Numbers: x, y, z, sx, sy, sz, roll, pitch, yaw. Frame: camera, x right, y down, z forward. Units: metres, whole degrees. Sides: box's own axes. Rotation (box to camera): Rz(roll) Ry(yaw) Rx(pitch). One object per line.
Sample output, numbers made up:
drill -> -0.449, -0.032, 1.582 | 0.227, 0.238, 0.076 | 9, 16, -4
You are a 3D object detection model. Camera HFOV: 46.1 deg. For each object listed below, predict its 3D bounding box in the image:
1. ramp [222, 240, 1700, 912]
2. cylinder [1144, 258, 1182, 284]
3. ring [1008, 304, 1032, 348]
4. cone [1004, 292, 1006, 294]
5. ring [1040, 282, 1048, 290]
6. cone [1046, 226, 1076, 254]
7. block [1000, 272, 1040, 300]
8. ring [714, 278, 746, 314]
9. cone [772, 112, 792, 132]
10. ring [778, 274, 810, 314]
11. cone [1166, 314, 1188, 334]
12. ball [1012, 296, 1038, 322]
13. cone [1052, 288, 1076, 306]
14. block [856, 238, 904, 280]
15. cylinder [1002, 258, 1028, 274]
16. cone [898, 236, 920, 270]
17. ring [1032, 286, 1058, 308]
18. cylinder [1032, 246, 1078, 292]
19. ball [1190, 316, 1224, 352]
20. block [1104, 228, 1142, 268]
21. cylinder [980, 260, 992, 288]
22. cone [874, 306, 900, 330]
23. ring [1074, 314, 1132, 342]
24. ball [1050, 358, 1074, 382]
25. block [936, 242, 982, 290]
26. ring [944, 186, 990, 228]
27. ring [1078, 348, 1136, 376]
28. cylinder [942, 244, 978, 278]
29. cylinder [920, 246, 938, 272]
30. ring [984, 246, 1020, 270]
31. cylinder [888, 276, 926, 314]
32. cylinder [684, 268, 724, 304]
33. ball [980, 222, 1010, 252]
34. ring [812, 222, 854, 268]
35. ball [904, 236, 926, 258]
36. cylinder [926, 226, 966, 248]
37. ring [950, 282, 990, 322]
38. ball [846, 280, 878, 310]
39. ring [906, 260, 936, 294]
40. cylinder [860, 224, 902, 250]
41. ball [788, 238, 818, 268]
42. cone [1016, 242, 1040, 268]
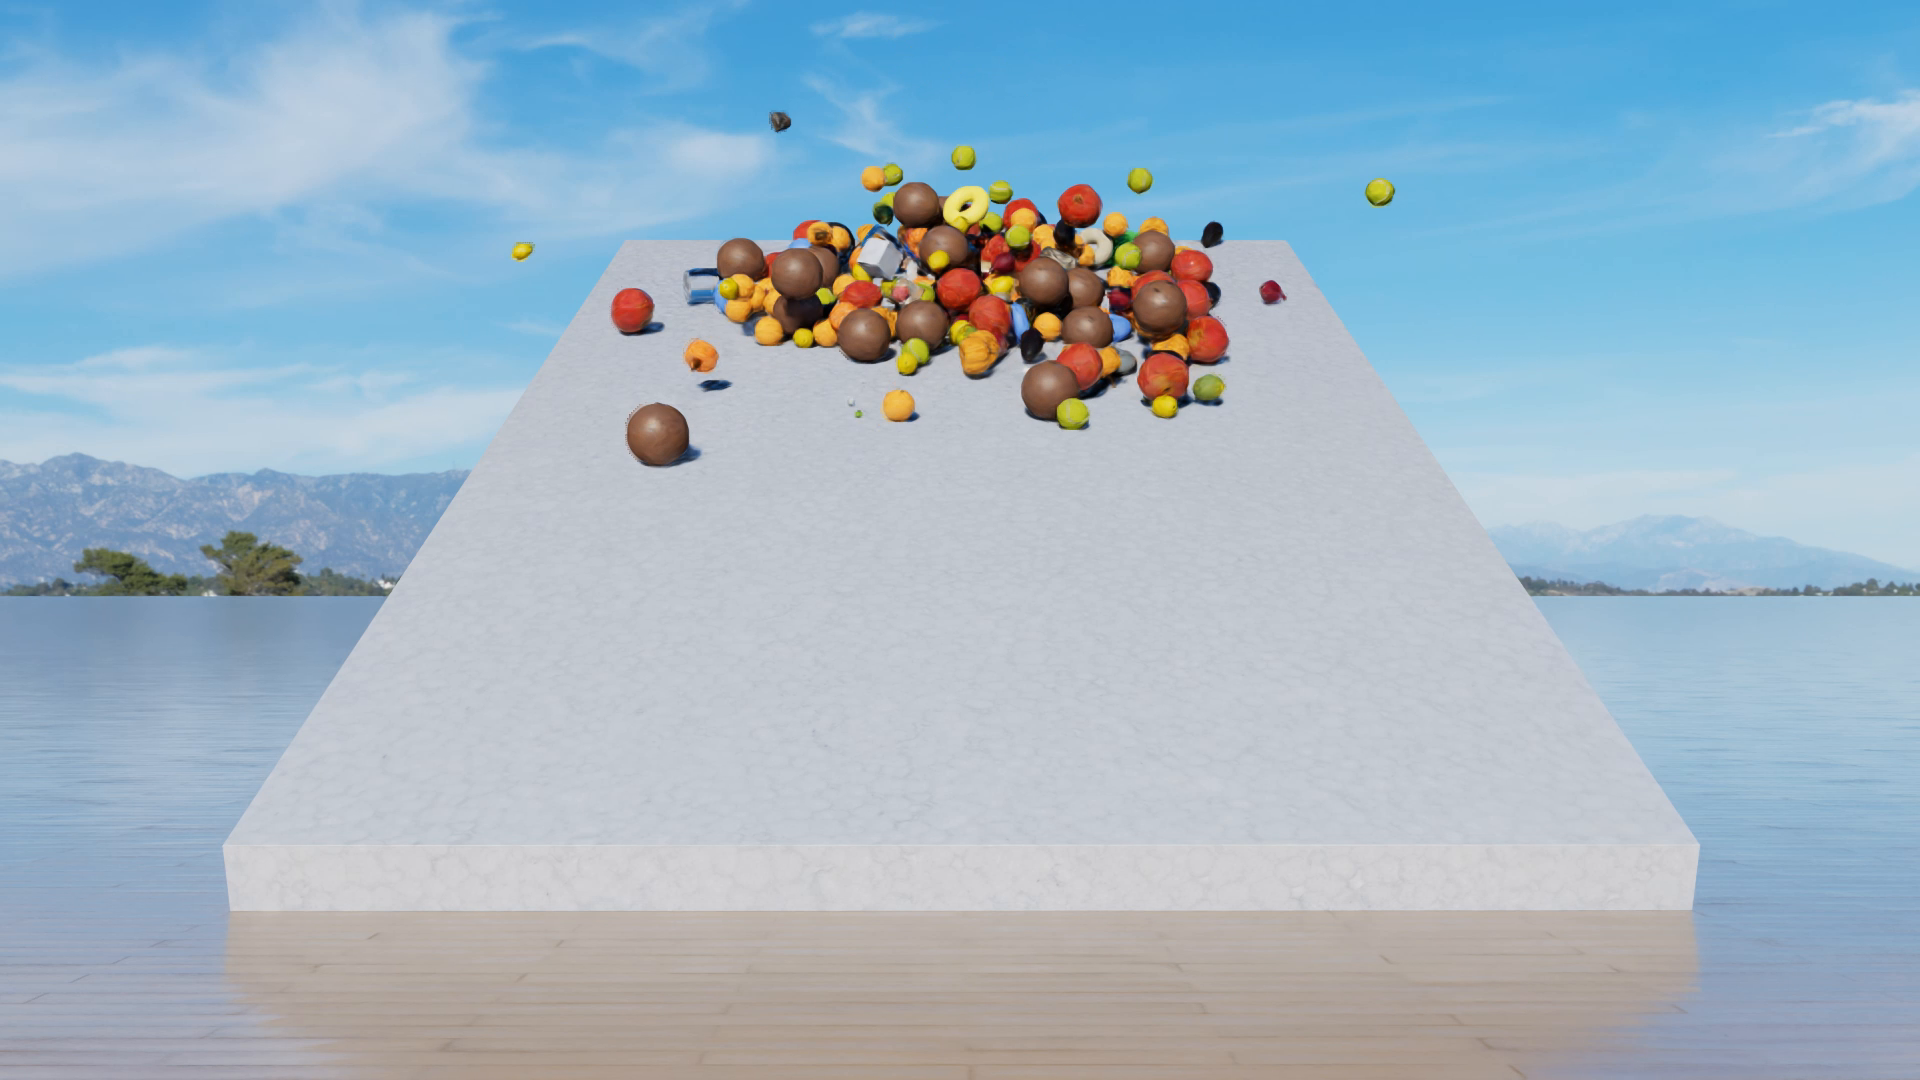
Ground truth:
ramp -> -0.004, -0.200, 4.958 | 2.000, 0.100, 4.000 | 0, 19, 0
cylinder -> 0.563, -0.745, 6.255 | 0.073, 0.073, 0.073 | 0, -1, 44
ring -> 0.148, -0.531, 5.588 | 0.039, 0.116, 0.116 | -18, 0, -4
cone -> 0.106, -0.623, 5.978 | 0.054, 0.054, 0.054 | -28, -2, 2
ring -> 0.235, -0.701, 6.099 | 0.033, 0.098, 0.098 | -22, 4, -13
cone -> 0.309, -0.854, 6.611 | 0.096, 0.096, 0.096 | -8, -43, -8
block -> 0.163, -0.670, 6.036 | 0.076, 0.076, 0.076 | -14, 24, -35
ring -> -0.603, -0.639, 5.918 | 0.032, 0.097, 0.097 | -8, -6, 44
cone -> -0.456, -1.037, 5.658 | 0.053, 0.053, 0.053 | 10, -42, 9
ring -> -0.433, -0.643, 5.906 | 0.040, 0.121, 0.121 | -35, 0, -2
cone -> 0.551, -0.545, 5.756 | 0.056, 0.056, 0.056 | 0, -7, -3
ball -> 0.160, -0.577, 5.656 | 0.066, 0.066, 0.066 | 0, -1, 0
cone -> 0.271, -0.642, 6.029 | 0.060, 0.060, 0.060 | -28, -1, 0
block -> -0.215, -0.755, 6.063 | 0.077, 0.077, 0.077 | 13, -20, 38
cylinder -> 0.154, -0.754, 6.309 | 0.054, 0.054, 0.054 | 1, 16, -31
cone -> -0.138, -0.827, 6.456 | 0.092, 0.092, 0.092 | 0, 19, 0
ring -> 0.222, -0.642, 5.963 | 0.086, 0.029, 0.086 | -28, 17, 9
cylinder -> 0.253, -0.719, 5.979 | 0.094, 0.094, 0.094 | 22, -5, -9
ball -> 0.609, -0.507, 5.555 | 0.086, 0.086, 0.086 | 0, -1, 0
block -> 0.462, -0.844, 6.508 | 0.087, 0.087, 0.087 | -15, 27, -35
cylinder -> 0.051, -0.731, 6.207 | 0.074, 0.074, 0.074 | 2, -1, 3
cone -> -0.174, -0.581, 5.734 | 0.067, 0.067, 0.067 | -30, -4, 4
ring -> 0.361, -0.535, 5.692 | 0.145, 0.048, 0.145 | 1, 20, 0
ball -> 0.239, -0.396, 5.281 | 0.056, 0.056, 0.056 | 0, -1, 0
block -> -0.003, -0.740, 6.082 | 0.095, 0.095, 0.095 | -9, 27, -15
ring -> 0.017, -0.907, 6.143 | 0.138, 0.138, 0.046 | -1, -32, 29
ring -> 0.352, -0.424, 5.379 | 0.139, 0.046, 0.139 | 0, 18, 0
cylinder -> 0.000, -0.784, 6.338 | 0.076, 0.076, 0.076 | 1, 29, -35
cylinder -> -0.084, -0.791, 6.382 | 0.054, 0.054, 0.054 | 0, -38, 11
ring -> 0.142, -0.810, 6.478 | 0.144, 0.048, 0.144 | 1, 21, 0
cylinder -> -0.134, -0.612, 5.637 | 0.070, 0.070, 0.070 | 27, -3, -3
cylinder -> -0.684, -0.680, 6.031 | 0.093, 0.093, 0.093 | -6, 1, -18
ball -> 0.100, -0.865, 6.444 | 0.081, 0.081, 0.081 | 0, -1, 0
ring -> -0.363, -0.846, 6.465 | 0.131, 0.131, 0.044 | 0, 7, 16
ball -> -0.125, -0.821, 6.333 | 0.062, 0.062, 0.062 | 0, -1, 0
cylinder -> -0.040, -0.838, 6.406 | 0.082, 0.082, 0.082 | 29, 4, 11
ring -> 0.026, -0.607, 5.754 | 0.124, 0.041, 0.124 | -35, -22, -16
ball -> -0.259, -0.648, 5.960 | 0.082, 0.082, 0.082 | 0, -1, 0
ring -> -0.106, -0.714, 6.107 | 0.098, 0.098, 0.033 | 1, -15, -44
cylinder -> -0.224, -0.837, 6.403 | 0.085, 0.085, 0.085 | 37, -15, -18
ball -> -0.435, -0.796, 6.258 | 0.085, 0.085, 0.085 | 0, -1, 0
cone -> 0.199, -0.800, 6.381 | 0.071, 0.071, 0.071 | 0, -2, 13
